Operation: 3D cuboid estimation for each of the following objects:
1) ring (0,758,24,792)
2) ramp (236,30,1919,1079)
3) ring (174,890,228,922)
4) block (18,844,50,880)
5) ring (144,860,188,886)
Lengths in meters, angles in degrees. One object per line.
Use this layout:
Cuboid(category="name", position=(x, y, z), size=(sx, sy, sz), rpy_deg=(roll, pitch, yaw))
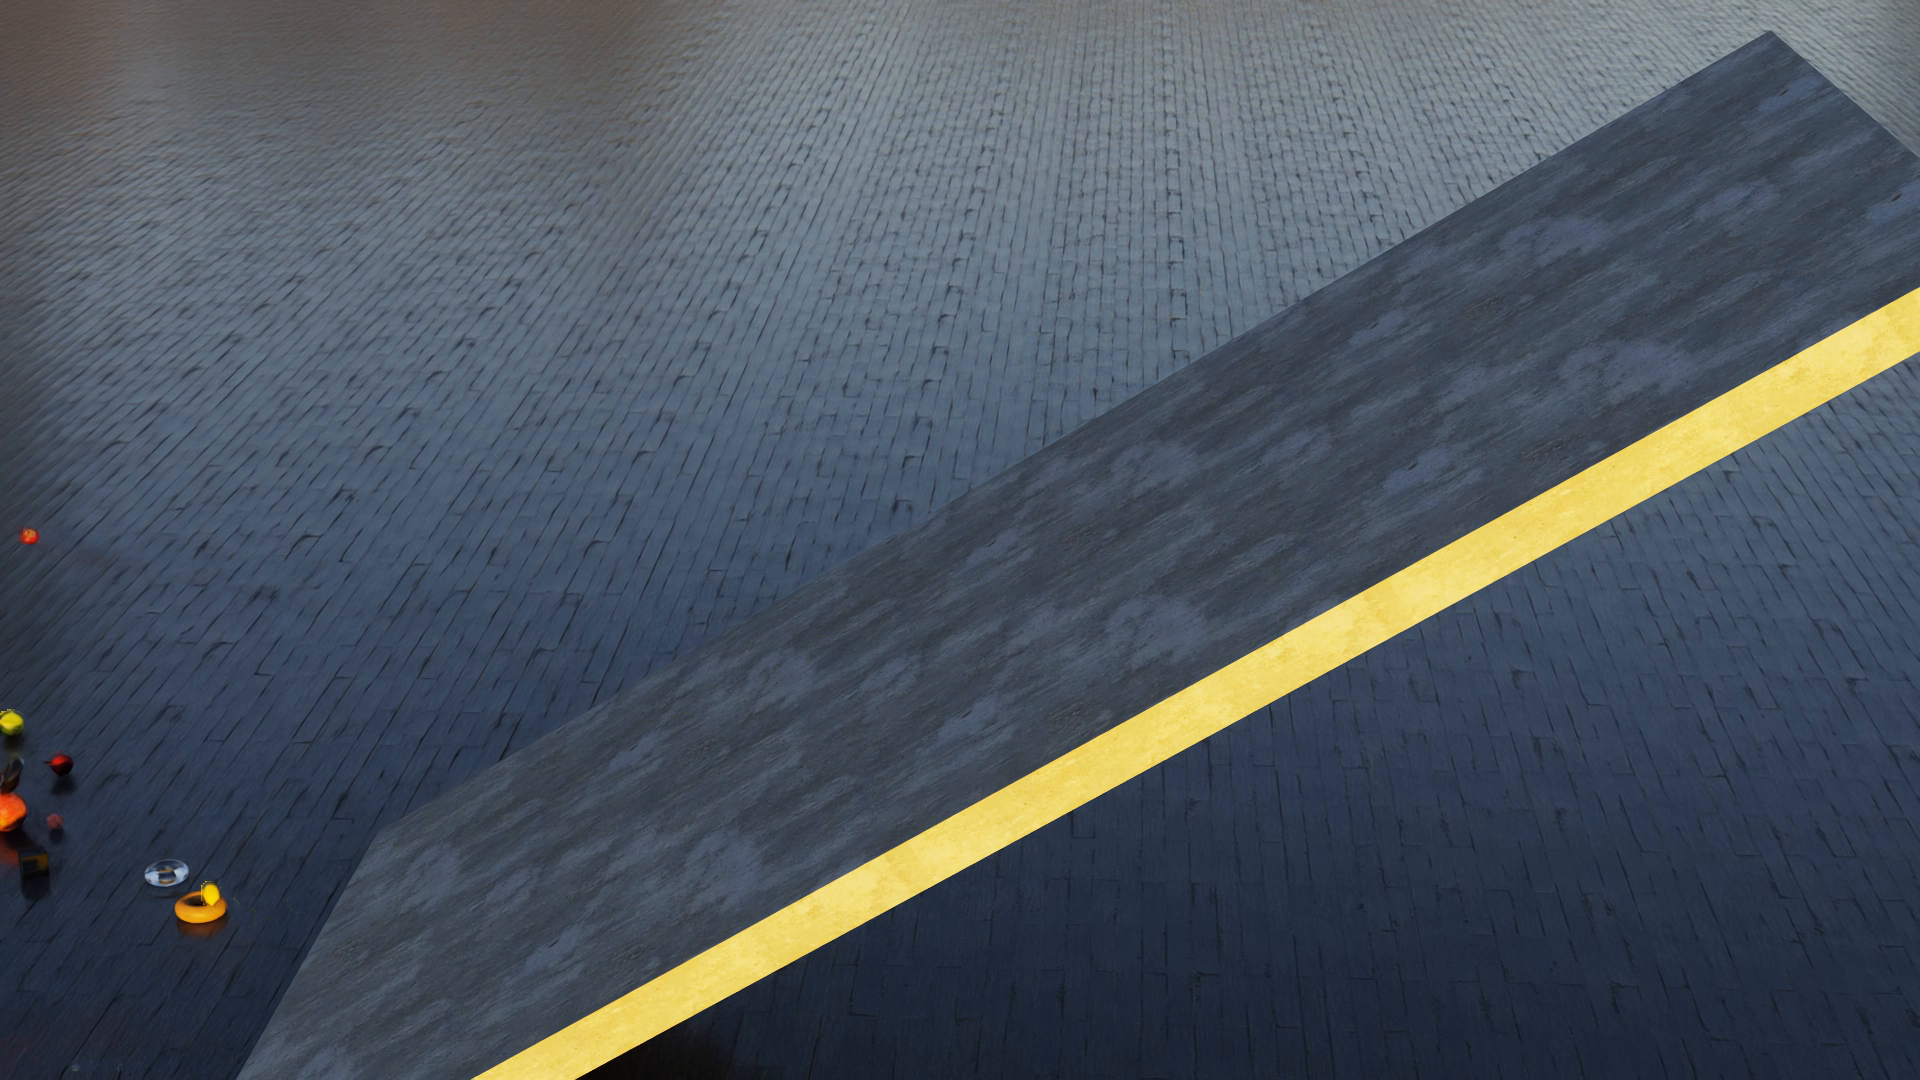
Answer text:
Cuboid(category="ring", position=(-2.538, 0.628, 7.872), size=(0.033, 0.098, 0.098), rpy_deg=(26, 10, -23))
Cuboid(category="ramp", position=(0.141, 0.169, 6.290), size=(4.000, 0.100, 2.000), rpy_deg=(-30, 15, 13))
Cuboid(category="ring", position=(-1.911, 0.923, 7.405), size=(0.130, 0.043, 0.130), rpy_deg=(1, 20, 0))
Cuboid(category="block", position=(-2.400, 0.835, 7.619), size=(0.063, 0.063, 0.063), rpy_deg=(-10, 22, -25))
Cuboid(category="ring", position=(-2.048, 0.859, 7.592), size=(0.111, 0.037, 0.111), rpy_deg=(0, 21, 0))
